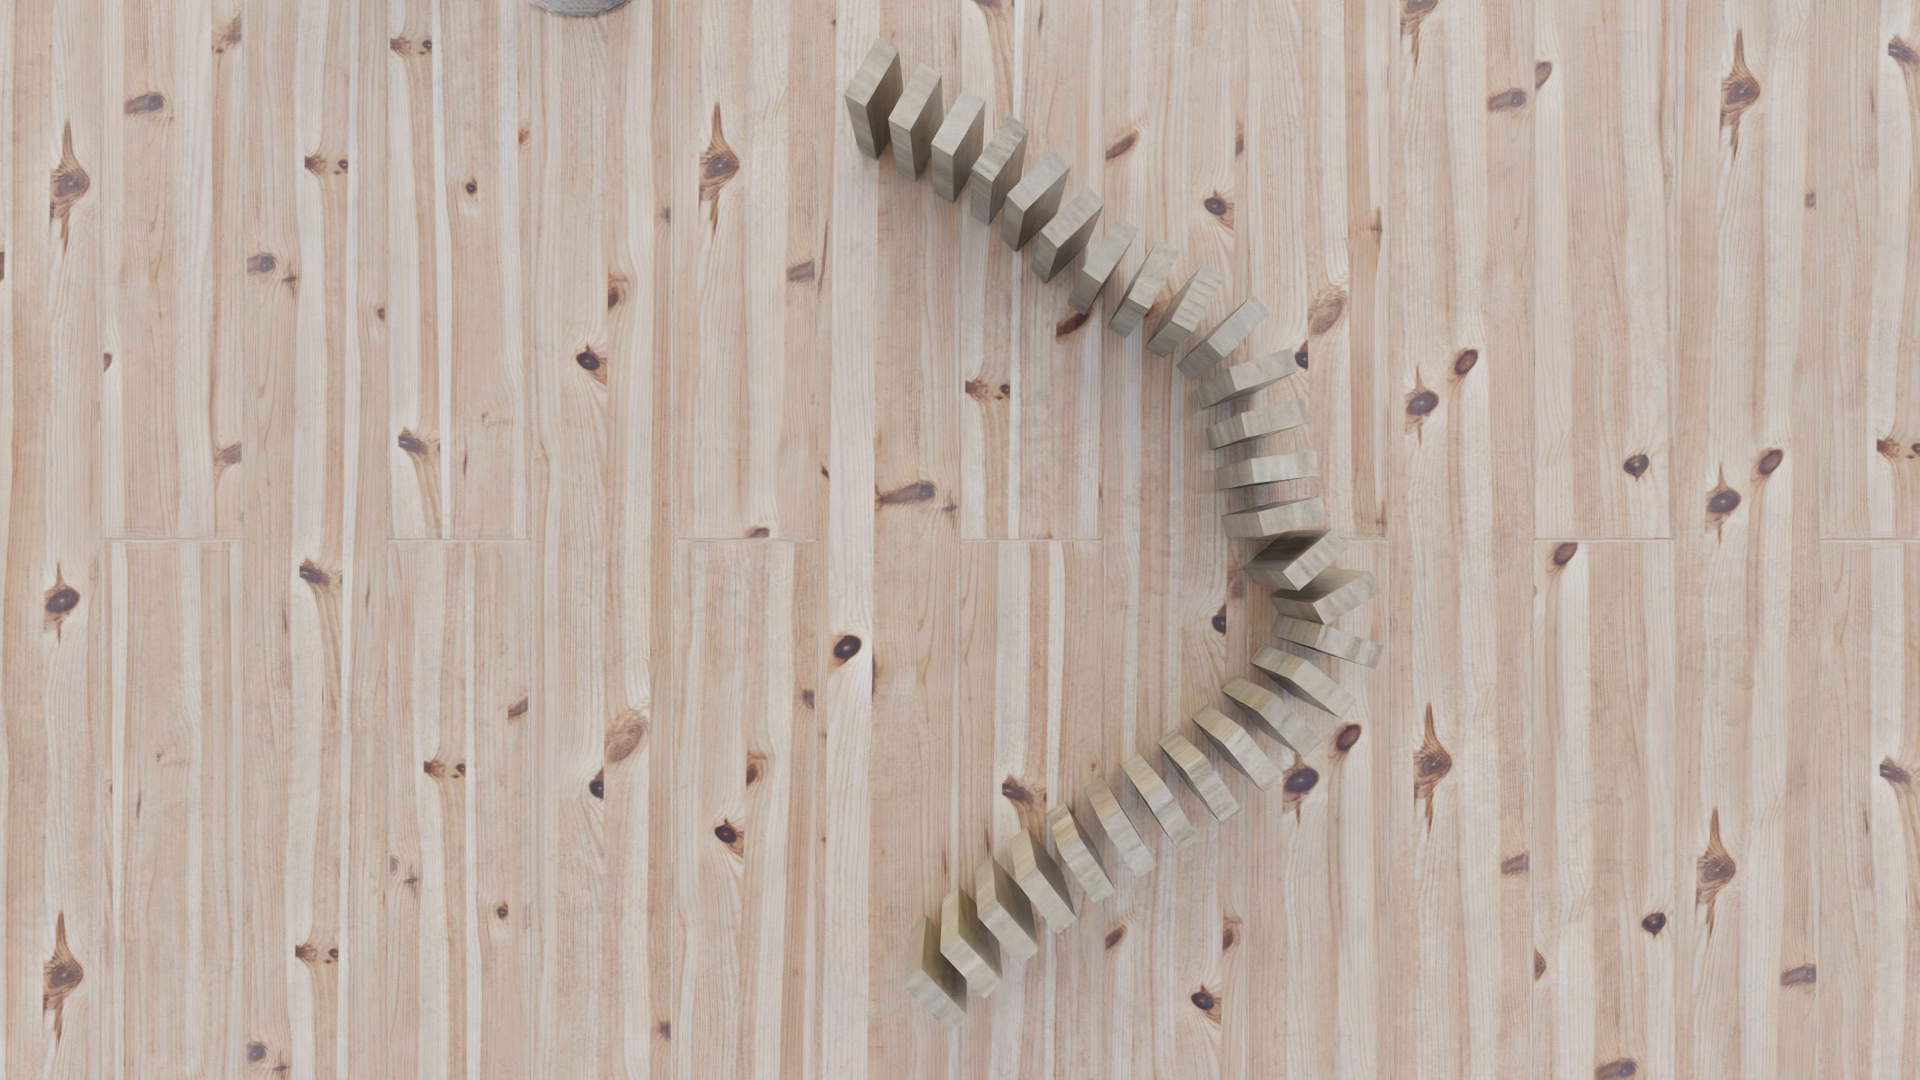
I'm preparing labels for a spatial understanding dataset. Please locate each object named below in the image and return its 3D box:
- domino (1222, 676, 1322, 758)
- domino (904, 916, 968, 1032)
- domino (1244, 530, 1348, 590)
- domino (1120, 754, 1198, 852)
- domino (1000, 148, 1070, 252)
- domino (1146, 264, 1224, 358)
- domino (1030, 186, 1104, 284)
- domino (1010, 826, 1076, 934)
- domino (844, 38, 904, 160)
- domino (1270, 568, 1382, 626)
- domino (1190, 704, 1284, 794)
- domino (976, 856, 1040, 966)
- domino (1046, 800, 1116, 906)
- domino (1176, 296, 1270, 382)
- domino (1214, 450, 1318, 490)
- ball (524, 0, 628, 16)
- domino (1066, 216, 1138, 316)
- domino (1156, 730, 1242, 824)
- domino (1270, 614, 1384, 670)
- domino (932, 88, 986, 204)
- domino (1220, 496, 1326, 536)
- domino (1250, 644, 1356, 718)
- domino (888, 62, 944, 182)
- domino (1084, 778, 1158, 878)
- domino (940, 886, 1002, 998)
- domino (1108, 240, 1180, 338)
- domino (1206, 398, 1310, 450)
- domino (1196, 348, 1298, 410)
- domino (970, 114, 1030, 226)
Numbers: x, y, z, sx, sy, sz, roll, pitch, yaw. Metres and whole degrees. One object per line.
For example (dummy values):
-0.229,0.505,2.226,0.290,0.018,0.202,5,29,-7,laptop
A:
0.126,0.071,0.375,0.010,0.050,0.025,-45,90,0,domino
-0.009,0.176,0.375,0.009,0.050,0.025,-44,90,0,domino
0.136,0.008,0.375,0.025,0.050,0.009,-41,90,0,domino
0.081,0.106,0.375,0.009,0.050,0.025,-33,90,0,domino
0.030,-0.137,0.375,0.025,0.050,0.010,-44,90,0,domino
0.091,-0.093,0.375,0.009,0.050,0.025,29,90,0,domino
0.043,-0.123,0.375,0.025,0.050,0.009,-44,90,0,domino
0.033,0.138,0.375,0.010,0.050,0.025,-38,90,0,domino
-0.034,-0.179,0.375,0.010,0.050,0.025,30,90,0,domino
0.148,0.022,0.375,0.025,0.050,0.009,-30,90,0,domino
0.112,0.084,0.375,0.009,0.050,0.025,-40,90,0,domino
0.019,0.150,0.375,0.010,0.050,0.025,-41,90,0,domino
0.049,0.127,0.375,0.009,0.050,0.025,-34,90,0,domino
0.106,-0.082,0.375,0.025,0.050,0.010,-45,90,0,domino
0.124,-0.028,0.375,0.025,0.050,0.009,-7,90,0,domino
-0.158,-0.252,0.360,0.080,0.080,0.080,0,90,0,ball
0.057,-0.111,0.375,0.009,0.050,0.025,34,90,0,domino
0.097,0.096,0.375,0.009,0.050,0.025,-34,90,0,domino
0.149,0.041,0.375,0.025,0.050,0.009,19,90,0,domino
-0.001,-0.160,0.375,0.010,0.050,0.025,31,90,0,domino
0.127,-0.009,0.375,0.025,0.050,0.010,-14,90,0,domino
0.139,0.057,0.375,0.025,0.050,0.009,38,90,0,domino
-0.017,-0.169,0.375,0.010,0.050,0.025,29,90,0,domino
0.065,0.116,0.375,0.010,0.050,0.025,-33,90,0,domino
0.004,0.163,0.375,0.009,0.050,0.025,-43,90,0,domino
0.074,-0.101,0.375,0.010,0.050,0.025,27,90,0,domino
0.120,-0.047,0.375,0.025,0.050,0.010,-13,90,0,domino
0.116,-0.065,0.375,0.025,0.050,0.010,-18,90,0,domino
0.016,-0.150,0.375,0.009,0.050,0.025,35,90,0,domino
